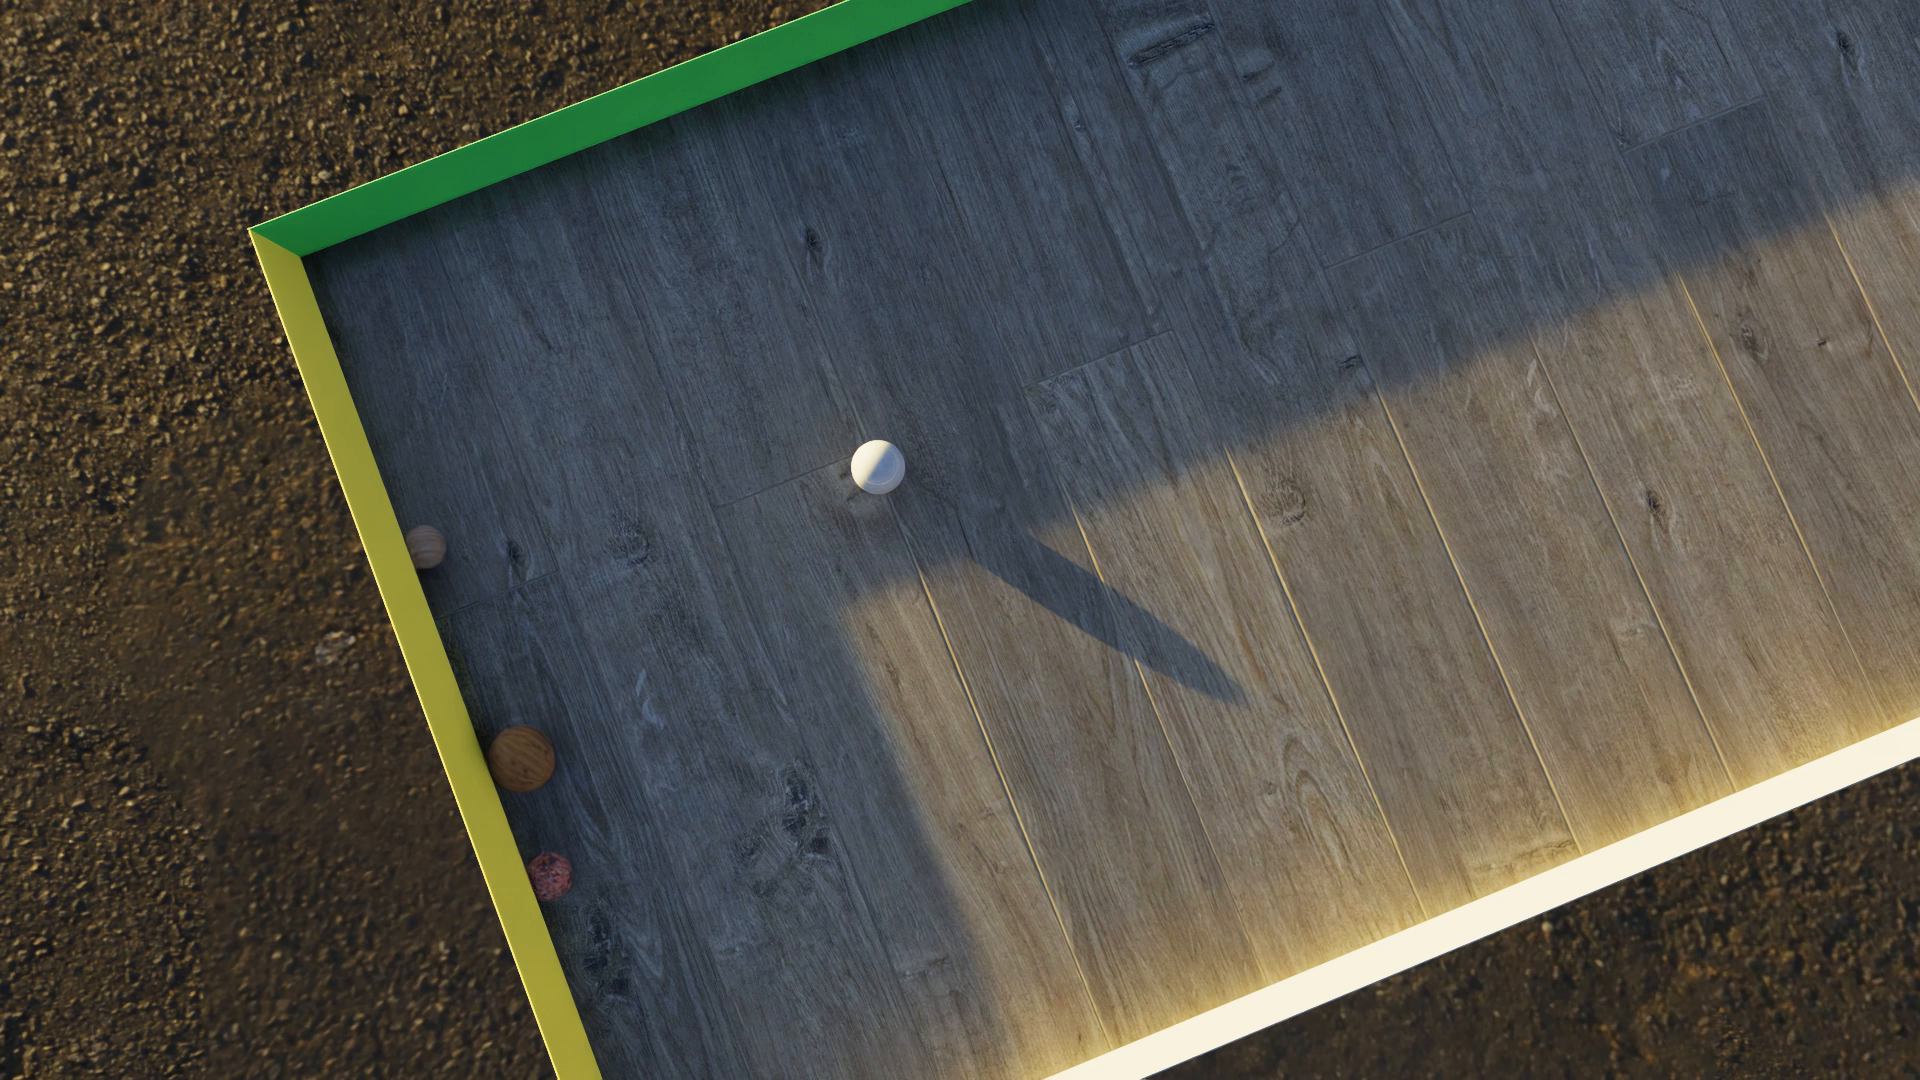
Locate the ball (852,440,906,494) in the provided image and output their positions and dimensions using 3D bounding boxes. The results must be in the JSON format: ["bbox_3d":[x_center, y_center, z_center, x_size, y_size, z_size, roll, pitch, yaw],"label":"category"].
[{"bbox_3d":[-0.122,-0.109,3.284,0.081,0.081,0.081,0,81,0],"label":"ball"}]

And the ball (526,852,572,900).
[{"bbox_3d":[-0.598,0.489,3.198,0.068,0.068,0.068,0,81,0],"label":"ball"}]

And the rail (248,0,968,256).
[{"bbox_3d":[0.455,-1.026,3.402,3.234,0.126,0.045,-22,82,-3],"label":"rail"}]

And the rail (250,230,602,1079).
[{"bbox_3d":[-0.728,0.286,3.199,0.045,0.126,1.627,-22,82,-3],"label":"rail"}]

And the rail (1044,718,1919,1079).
[{"bbox_3d":[1.045,0.422,3.178,3.234,0.126,0.045,-22,82,-3],"label":"rail"}]

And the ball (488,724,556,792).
[{"bbox_3d":[-0.640,0.319,3.209,0.097,0.097,0.097,0,81,0],"label":"ball"}]

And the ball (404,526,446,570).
[{"bbox_3d":[-0.797,0.012,3.274,0.064,0.064,0.064,0,81,0],"label":"ball"}]
